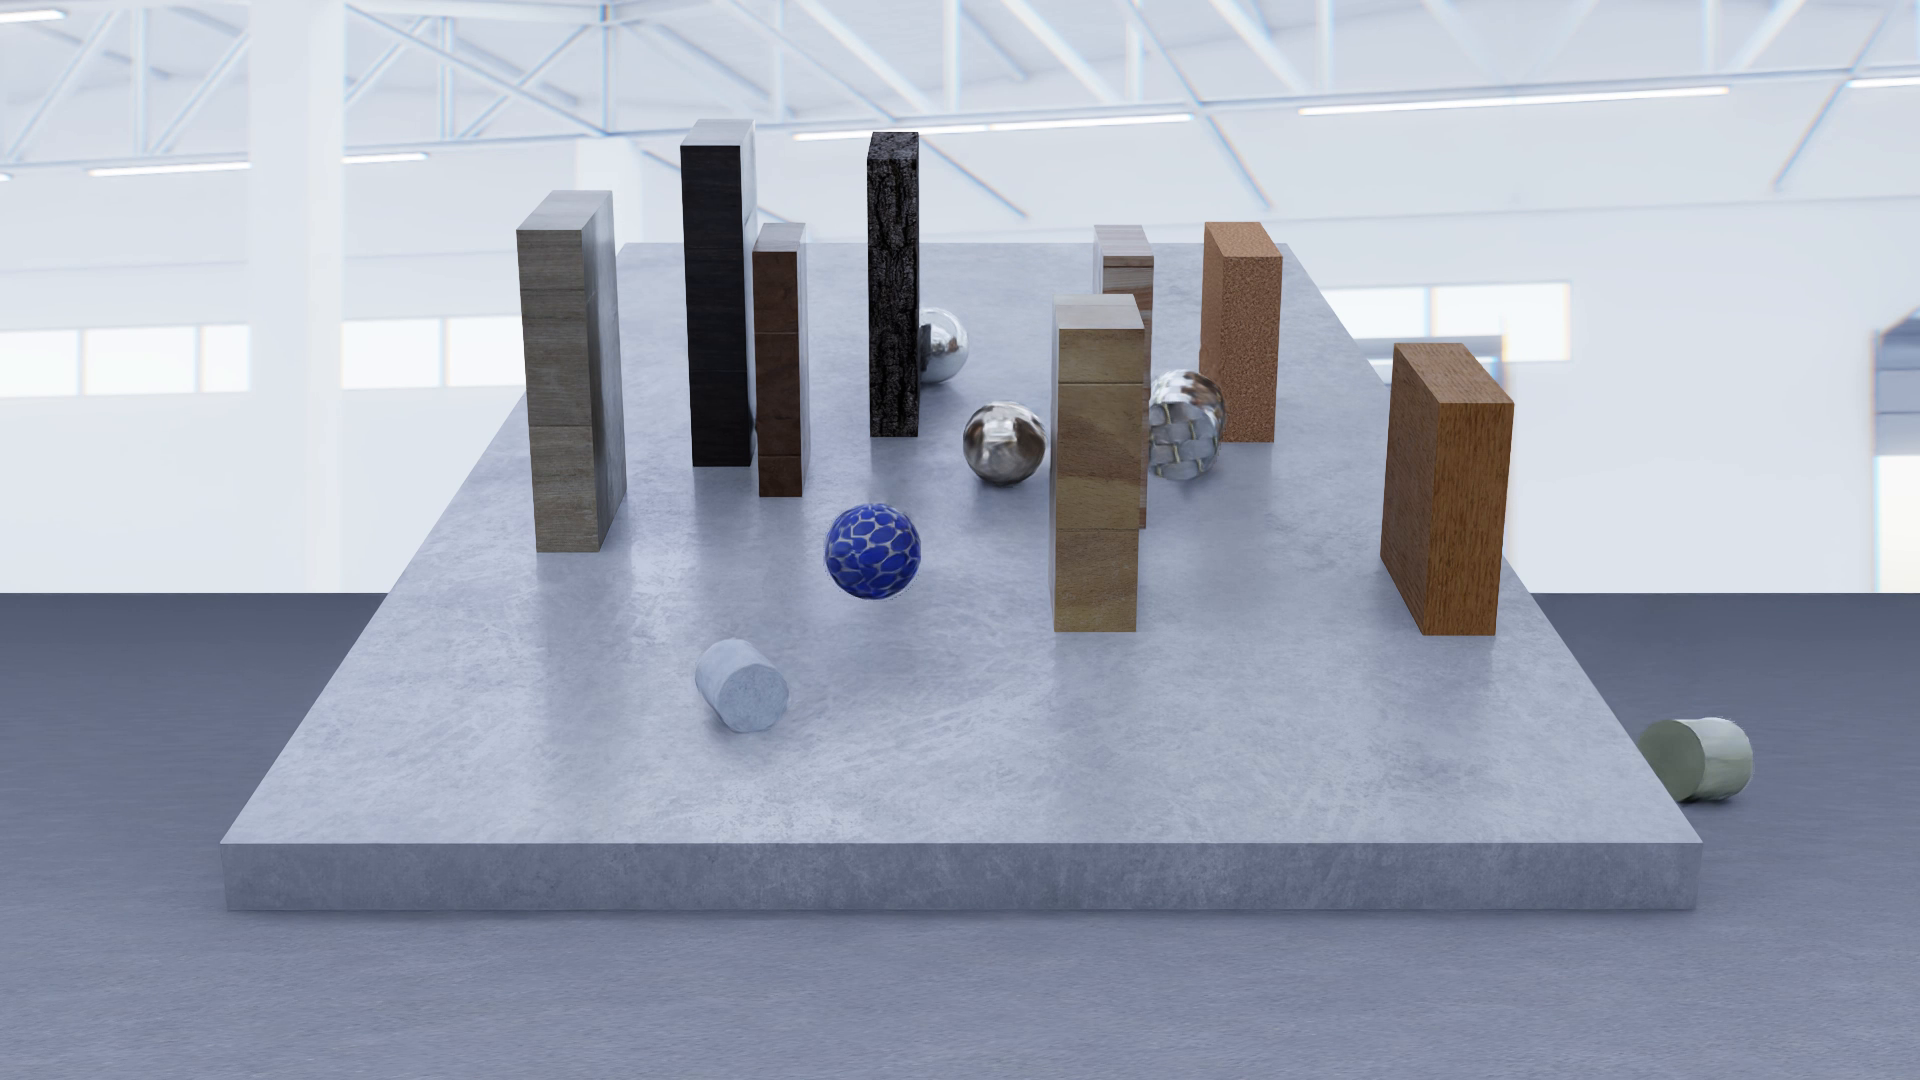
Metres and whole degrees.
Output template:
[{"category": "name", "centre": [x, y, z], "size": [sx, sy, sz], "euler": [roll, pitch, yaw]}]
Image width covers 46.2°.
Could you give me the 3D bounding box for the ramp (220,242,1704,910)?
[{"category": "ramp", "centre": [-0.004, -0.198, 4.943], "size": [2.000, 0.100, 4.000], "euler": [0, 19, 0]}]

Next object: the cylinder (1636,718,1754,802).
[{"category": "cylinder", "centre": [1.495, 0.447, 4.590], "size": [0.166, 0.166, 0.166], "euler": [2, -2, -38]}]

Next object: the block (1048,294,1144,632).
[{"category": "block", "centre": [0.226, -0.132, 3.804], "size": [0.137, 0.521, 0.247], "euler": [0, 19, 0]}]

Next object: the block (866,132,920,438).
[{"category": "block", "centre": [-0.143, -0.566, 4.935], "size": [0.103, 0.599, 0.371], "euler": [0, 19, 0]}]

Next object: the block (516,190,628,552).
[{"category": "block", "centre": [-0.723, -0.324, 4.231], "size": [0.115, 0.600, 0.384], "euler": [0, 19, 0]}]

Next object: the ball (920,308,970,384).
[{"category": "ball", "centre": [-0.064, -0.454, 5.259], "size": [0.176, 0.176, 0.176], "euler": [0, -1, 0]}]

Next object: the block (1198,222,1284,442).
[{"category": "block", "centre": [0.610, -0.461, 4.936], "size": [0.123, 0.403, 0.377], "euler": [0, 19, 0]}]

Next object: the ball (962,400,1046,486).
[{"category": "ball", "centre": [0.089, -0.195, 4.521], "size": [0.169, 0.169, 0.169], "euler": [0, -1, 0]}]

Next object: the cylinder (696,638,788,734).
[{"category": "cylinder", "centre": [-0.331, 0.220, 3.410], "size": [0.111, 0.111, 0.111], "euler": [1, 18, -26]}]

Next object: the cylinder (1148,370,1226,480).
[{"category": "cylinder", "centre": [0.448, -0.236, 4.609], "size": [0.174, 0.174, 0.174], "euler": [0, 25, 12]}]

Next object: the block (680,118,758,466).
[{"category": "block", "centre": [-0.493, -0.521, 4.709], "size": [0.119, 0.662, 0.349], "euler": [0, 19, 0]}]

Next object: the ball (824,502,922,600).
[{"category": "ball", "centre": [-0.146, 0.019, 3.773], "size": [0.163, 0.163, 0.163], "euler": [0, -1, 0]}]

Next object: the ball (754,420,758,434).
[{"category": "ball", "centre": [-0.381, -0.245, 4.762], "size": [0.106, 0.106, 0.106], "euler": [0, -1, 0]}]

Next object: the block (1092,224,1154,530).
[{"category": "block", "centre": [0.307, -0.317, 4.329], "size": [0.093, 0.527, 0.292], "euler": [0, 19, 0]}]

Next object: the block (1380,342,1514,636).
[{"category": "block", "centre": [0.832, -0.096, 3.882], "size": [0.121, 0.402, 0.396], "euler": [0, 19, 0]}]

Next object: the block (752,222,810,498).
[{"category": "block", "centre": [-0.355, -0.364, 4.515], "size": [0.085, 0.493, 0.284], "euler": [0, 19, 0]}]
